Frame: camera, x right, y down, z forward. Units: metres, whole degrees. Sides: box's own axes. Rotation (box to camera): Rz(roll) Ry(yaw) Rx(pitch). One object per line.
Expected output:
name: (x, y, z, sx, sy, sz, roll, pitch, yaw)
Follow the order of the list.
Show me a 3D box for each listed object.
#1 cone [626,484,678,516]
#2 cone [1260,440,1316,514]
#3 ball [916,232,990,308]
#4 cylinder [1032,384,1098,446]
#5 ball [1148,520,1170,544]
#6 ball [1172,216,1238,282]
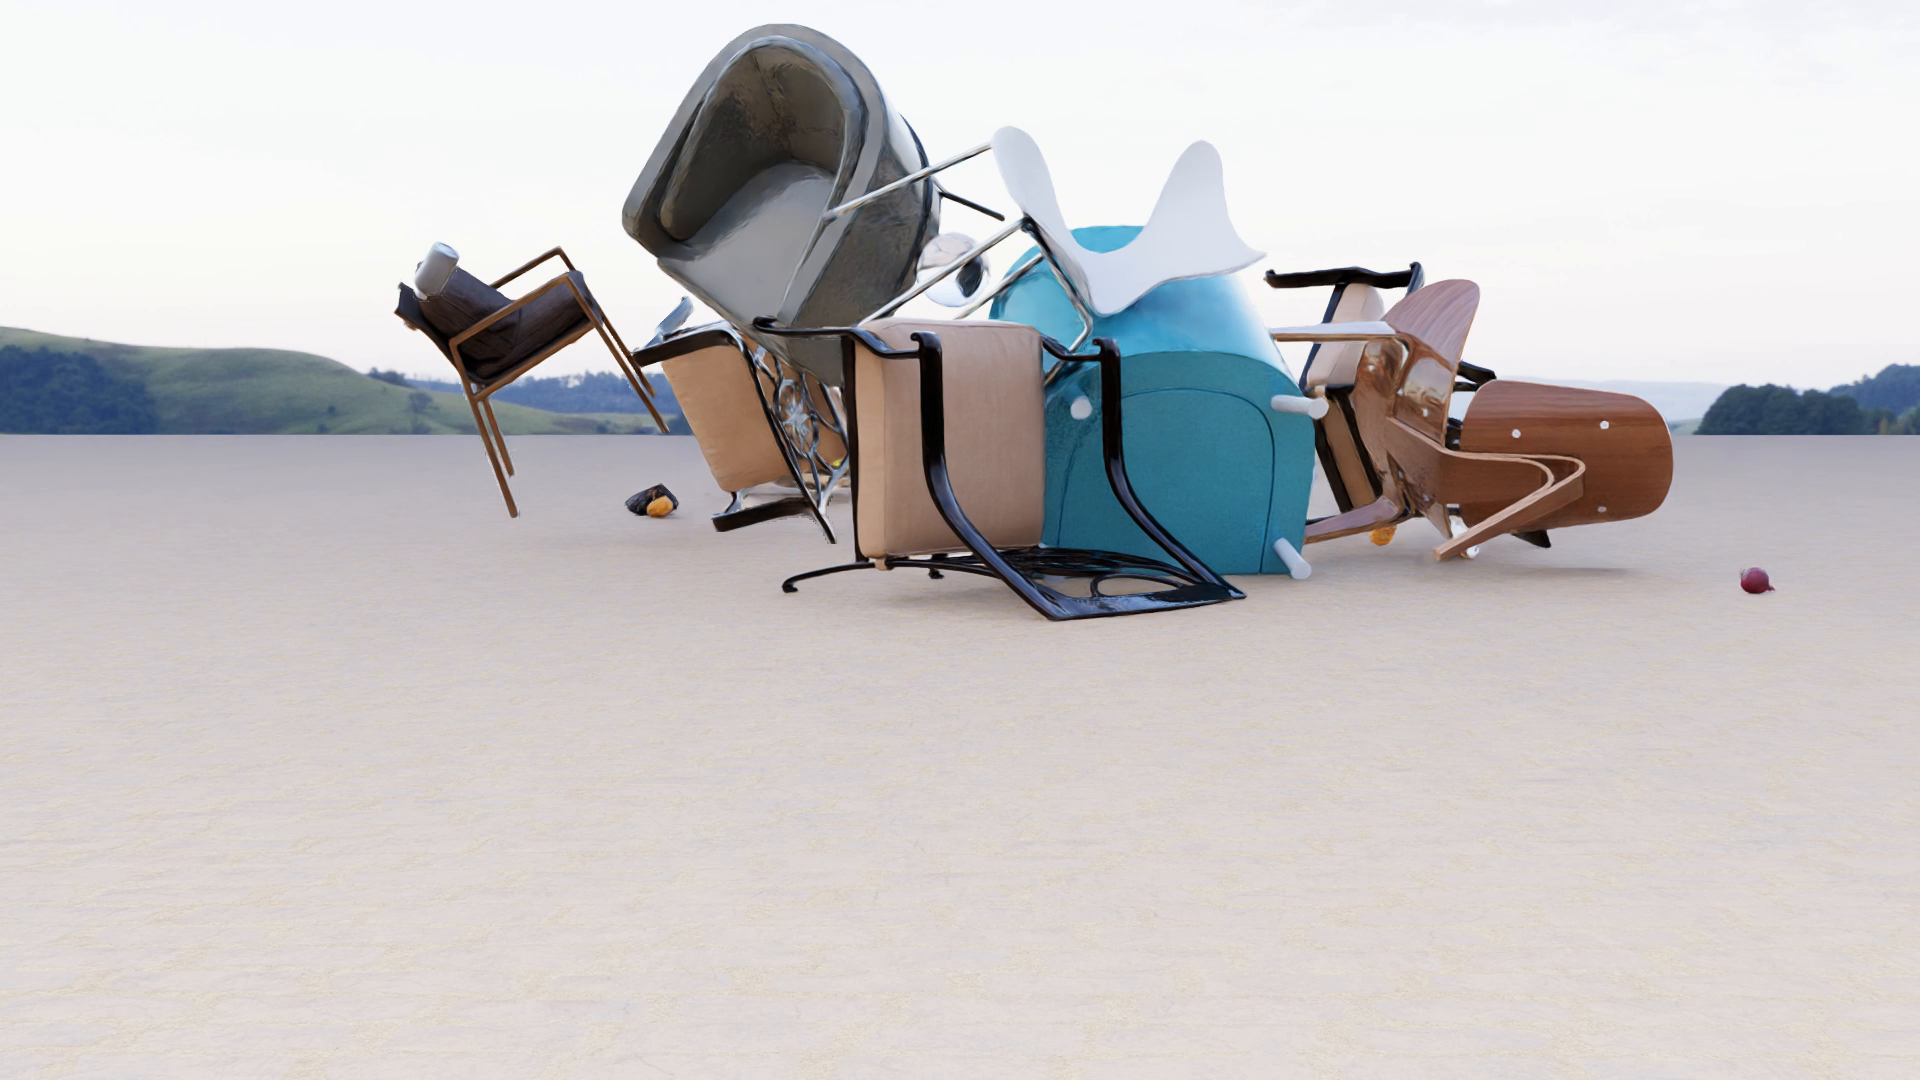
cone: (-1.069, -0.164, 7.761, 0.208, 0.115, 0.111, -9, -34, -37)
cone: (1.161, -0.200, 7.980, 0.197, 0.299, 0.187, 25, -20, -4)
ball: (-0.017, -0.662, 5.390, 0.185, 0.185, 0.185, 0, 4, 0)
cylinder: (0.301, -0.360, 6.342, 0.103, 0.110, 0.246, -14, 39, -15)
ball: (0.581, -0.024, 6.411, 0.066, 0.066, 0.066, 0, 4, 0)
ball: (0.750, -0.891, 6.740, 0.204, 0.204, 0.204, 0, 4, 0)
